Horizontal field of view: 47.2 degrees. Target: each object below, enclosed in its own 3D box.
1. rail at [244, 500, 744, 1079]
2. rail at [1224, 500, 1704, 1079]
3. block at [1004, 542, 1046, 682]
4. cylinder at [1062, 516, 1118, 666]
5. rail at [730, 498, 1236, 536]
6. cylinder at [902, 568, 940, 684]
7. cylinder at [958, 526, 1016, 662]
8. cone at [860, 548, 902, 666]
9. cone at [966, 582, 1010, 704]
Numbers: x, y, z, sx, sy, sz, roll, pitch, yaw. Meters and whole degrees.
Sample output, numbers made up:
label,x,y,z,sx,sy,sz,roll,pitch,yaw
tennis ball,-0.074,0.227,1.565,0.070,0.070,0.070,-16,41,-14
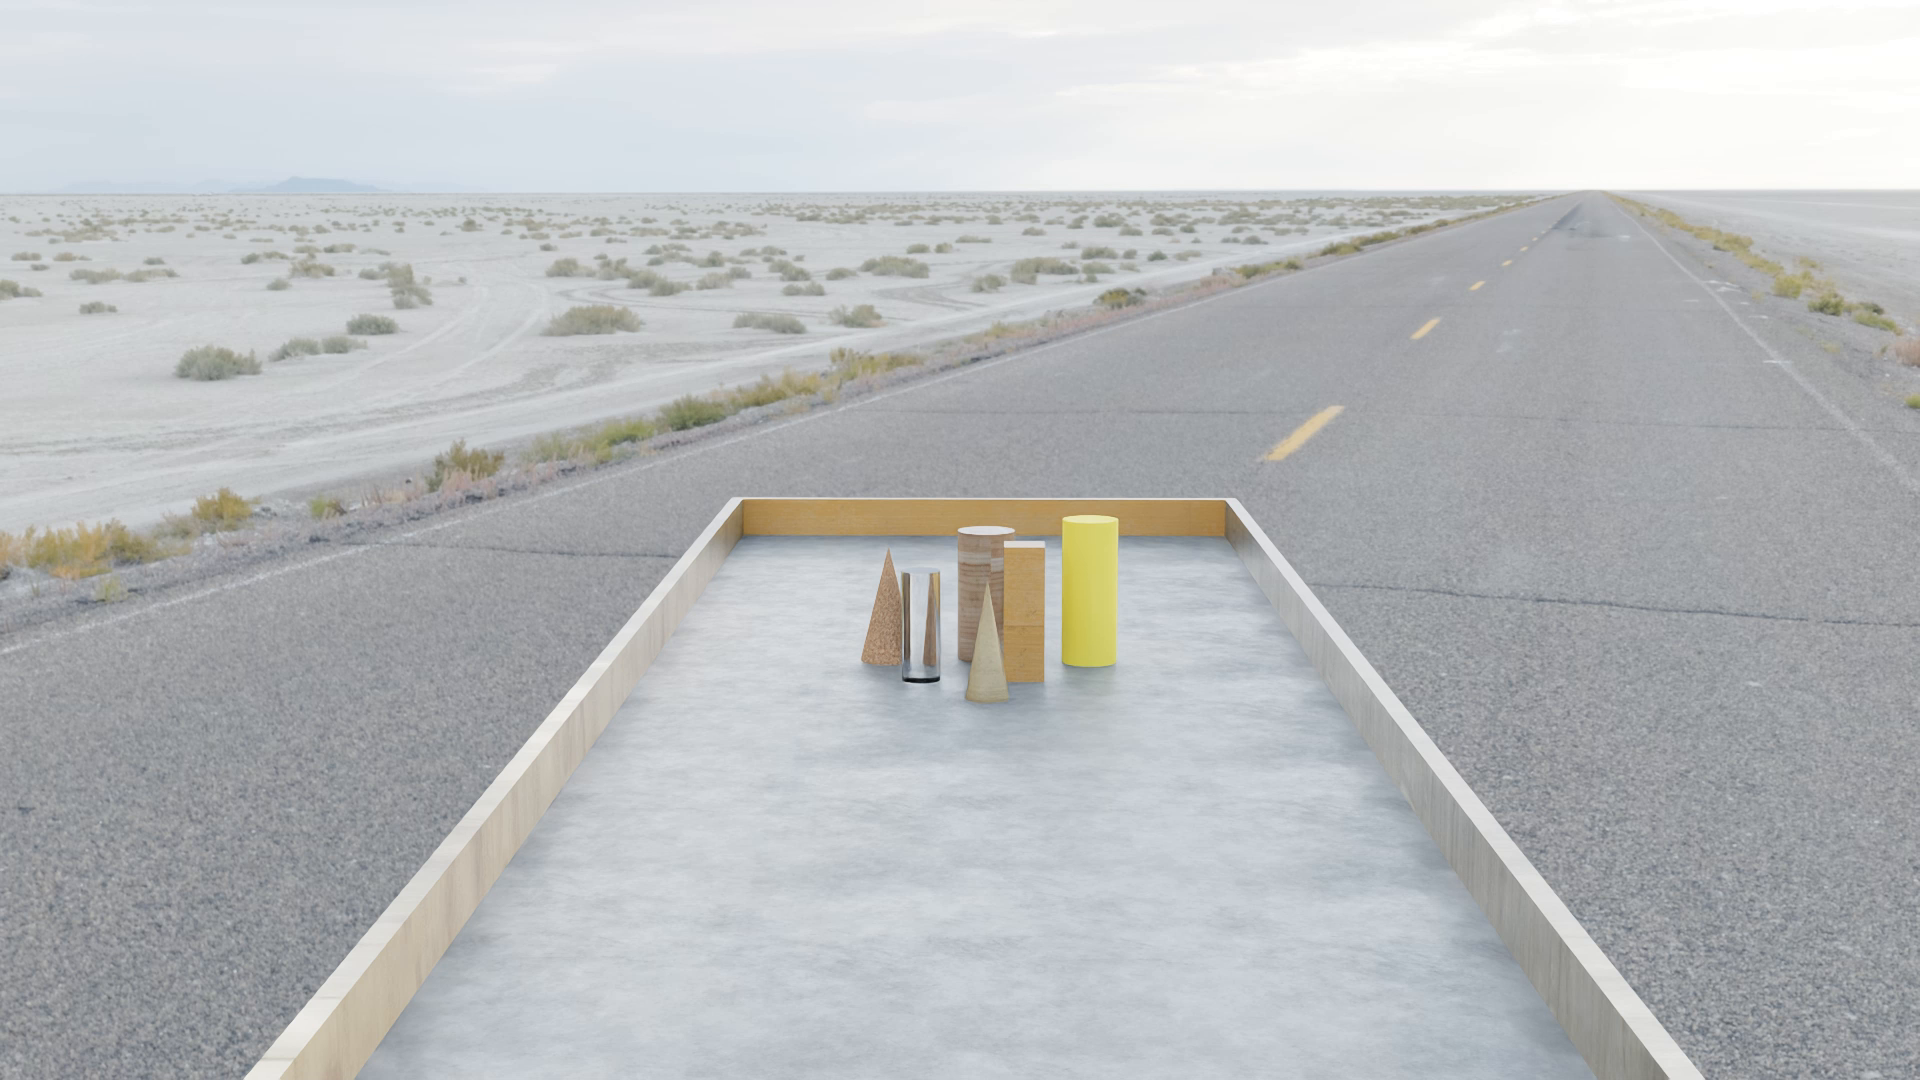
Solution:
label,x,y,z,sx,sy,sz,roll,pitch,yaw
rail,-1.004,0.839,3.234,0.050,0.150,12.000,0,9,1
rail,1.046,0.843,3.208,0.050,0.150,12.000,0,9,1
block,0.187,0.208,6.430,0.118,0.396,0.118,0,9,1
cylinder,0.392,0.153,6.654,0.168,0.436,0.168,0,9,0
rail,0.099,-0.098,9.147,2.100,0.150,0.050,0,9,1
cylinder,-0.114,0.248,6.412,0.114,0.323,0.114,0,9,0
cylinder,0.080,0.165,6.707,0.175,0.394,0.175,0,9,0
cone,-0.216,0.191,6.684,0.173,0.350,0.173,0,9,0
cone,0.077,0.278,6.172,0.126,0.340,0.126,0,9,0
